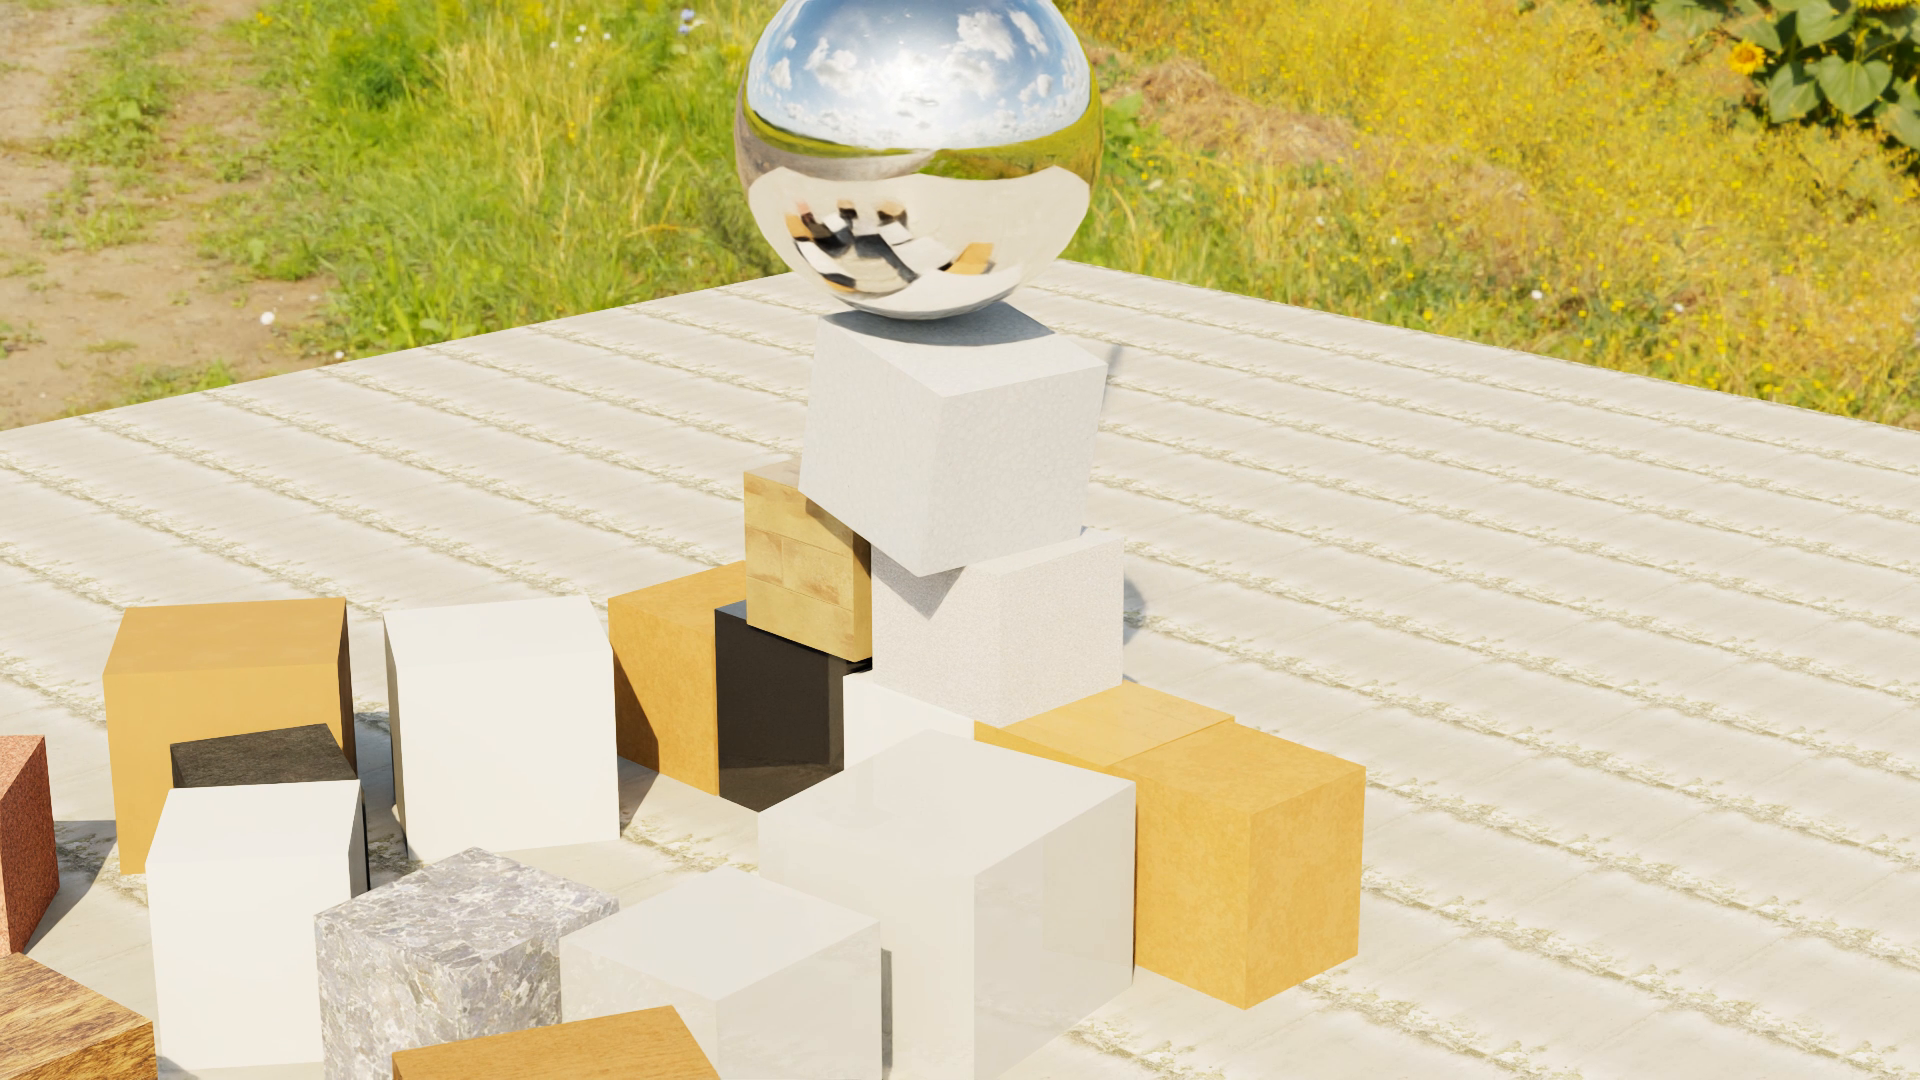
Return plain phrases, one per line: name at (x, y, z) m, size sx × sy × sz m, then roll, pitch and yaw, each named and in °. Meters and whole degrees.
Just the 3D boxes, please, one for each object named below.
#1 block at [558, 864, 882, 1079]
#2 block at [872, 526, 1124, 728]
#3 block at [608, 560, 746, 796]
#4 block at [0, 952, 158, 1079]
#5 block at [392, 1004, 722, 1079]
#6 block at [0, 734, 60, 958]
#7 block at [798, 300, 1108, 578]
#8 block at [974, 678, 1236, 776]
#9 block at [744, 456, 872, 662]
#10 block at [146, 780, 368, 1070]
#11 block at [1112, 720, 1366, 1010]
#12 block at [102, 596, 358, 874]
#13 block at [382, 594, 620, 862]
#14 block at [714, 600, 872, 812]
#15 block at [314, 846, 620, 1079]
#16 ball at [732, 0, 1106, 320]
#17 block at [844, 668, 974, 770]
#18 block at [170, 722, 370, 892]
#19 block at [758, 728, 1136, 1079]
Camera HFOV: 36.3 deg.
block at (-0.906, 1.840, 11.216) m, size 0.824 × 0.765 × 0.894 m, roll 14°, pitch 22°, yaw 38°
block at (0.169, 0.320, 13.238) m, size 0.793 × 0.701 × 0.810 m, roll -16°, pitch 24°, yaw -42°
block at (-1.164, 0.678, 14.801) m, size 0.891 × 0.831 × 0.795 m, roll -17°, pitch 24°, yaw -42°
block at (-3.433, 2.070, 10.479) m, size 0.860 × 0.768 × 0.768 m, roll 15°, pitch 23°, yaw 39°
block at (-1.296, 2.226, 9.814) m, size 0.985 × 0.868 × 0.938 m, roll -7°, pitch 19°, yaw -20°
block at (-4.515, 1.358, 12.788) m, size 0.894 × 0.741 × 0.850 m, roll -1°, pitch 17°, yaw -3°
block at (-0.041, -0.494, 12.951) m, size 0.914 × 0.852 × 0.898 m, roll -13°, pitch 34°, yaw -37°
block at (0.639, 1.203, 13.055) m, size 0.855 × 0.877 × 0.773 m, roll -17°, pitch 24°, yaw -42°
block at (-0.477, 0.040, 13.730) m, size 0.748 × 0.749 × 0.748 m, roll -17°, pitch 24°, yaw -42°
block at (-2.828, 1.553, 11.916) m, size 0.773 × 0.892 × 0.771 m, roll -2°, pitch 18°, yaw -7°
block at (1.179, 1.371, 12.525) m, size 0.753 × 0.874 × 0.764 m, roll -16°, pitch 24°, yaw -42°
block at (-3.414, 0.906, 13.838) m, size 1.034 × 0.974 × 0.960 m, roll -3°, pitch 18°, yaw -9°
block at (-2.190, 0.879, 13.965) m, size 0.985 × 0.950 × 0.830 m, roll -5°, pitch 18°, yaw -14°
block at (-0.568, 0.805, 14.164) m, size 0.926 × 0.970 × 0.802 m, roll 17°, pitch 24°, yaw 42°
block at (-1.880, 1.785, 11.309) m, size 0.801 × 0.814 × 0.828 m, roll 13°, pitch 22°, yaw 36°
ball at (-0.177, -1.747, 12.607) m, size 1.600 × 1.600 × 1.600 m, roll 0°, pitch 17°, yaw 0°
block at (0.071, 1.036, 13.593) m, size 0.823 × 0.873 × 0.889 m, roll 17°, pitch 24°, yaw 42°
block at (-3.005, 1.344, 12.791) m, size 0.688 × 0.765 × 0.860 m, roll -7°, pitch 19°, yaw -21°
block at (-0.043, 1.489, 12.067) m, size 1.061 × 0.924 × 1.163 m, roll 12°, pitch 21°, yaw 33°
